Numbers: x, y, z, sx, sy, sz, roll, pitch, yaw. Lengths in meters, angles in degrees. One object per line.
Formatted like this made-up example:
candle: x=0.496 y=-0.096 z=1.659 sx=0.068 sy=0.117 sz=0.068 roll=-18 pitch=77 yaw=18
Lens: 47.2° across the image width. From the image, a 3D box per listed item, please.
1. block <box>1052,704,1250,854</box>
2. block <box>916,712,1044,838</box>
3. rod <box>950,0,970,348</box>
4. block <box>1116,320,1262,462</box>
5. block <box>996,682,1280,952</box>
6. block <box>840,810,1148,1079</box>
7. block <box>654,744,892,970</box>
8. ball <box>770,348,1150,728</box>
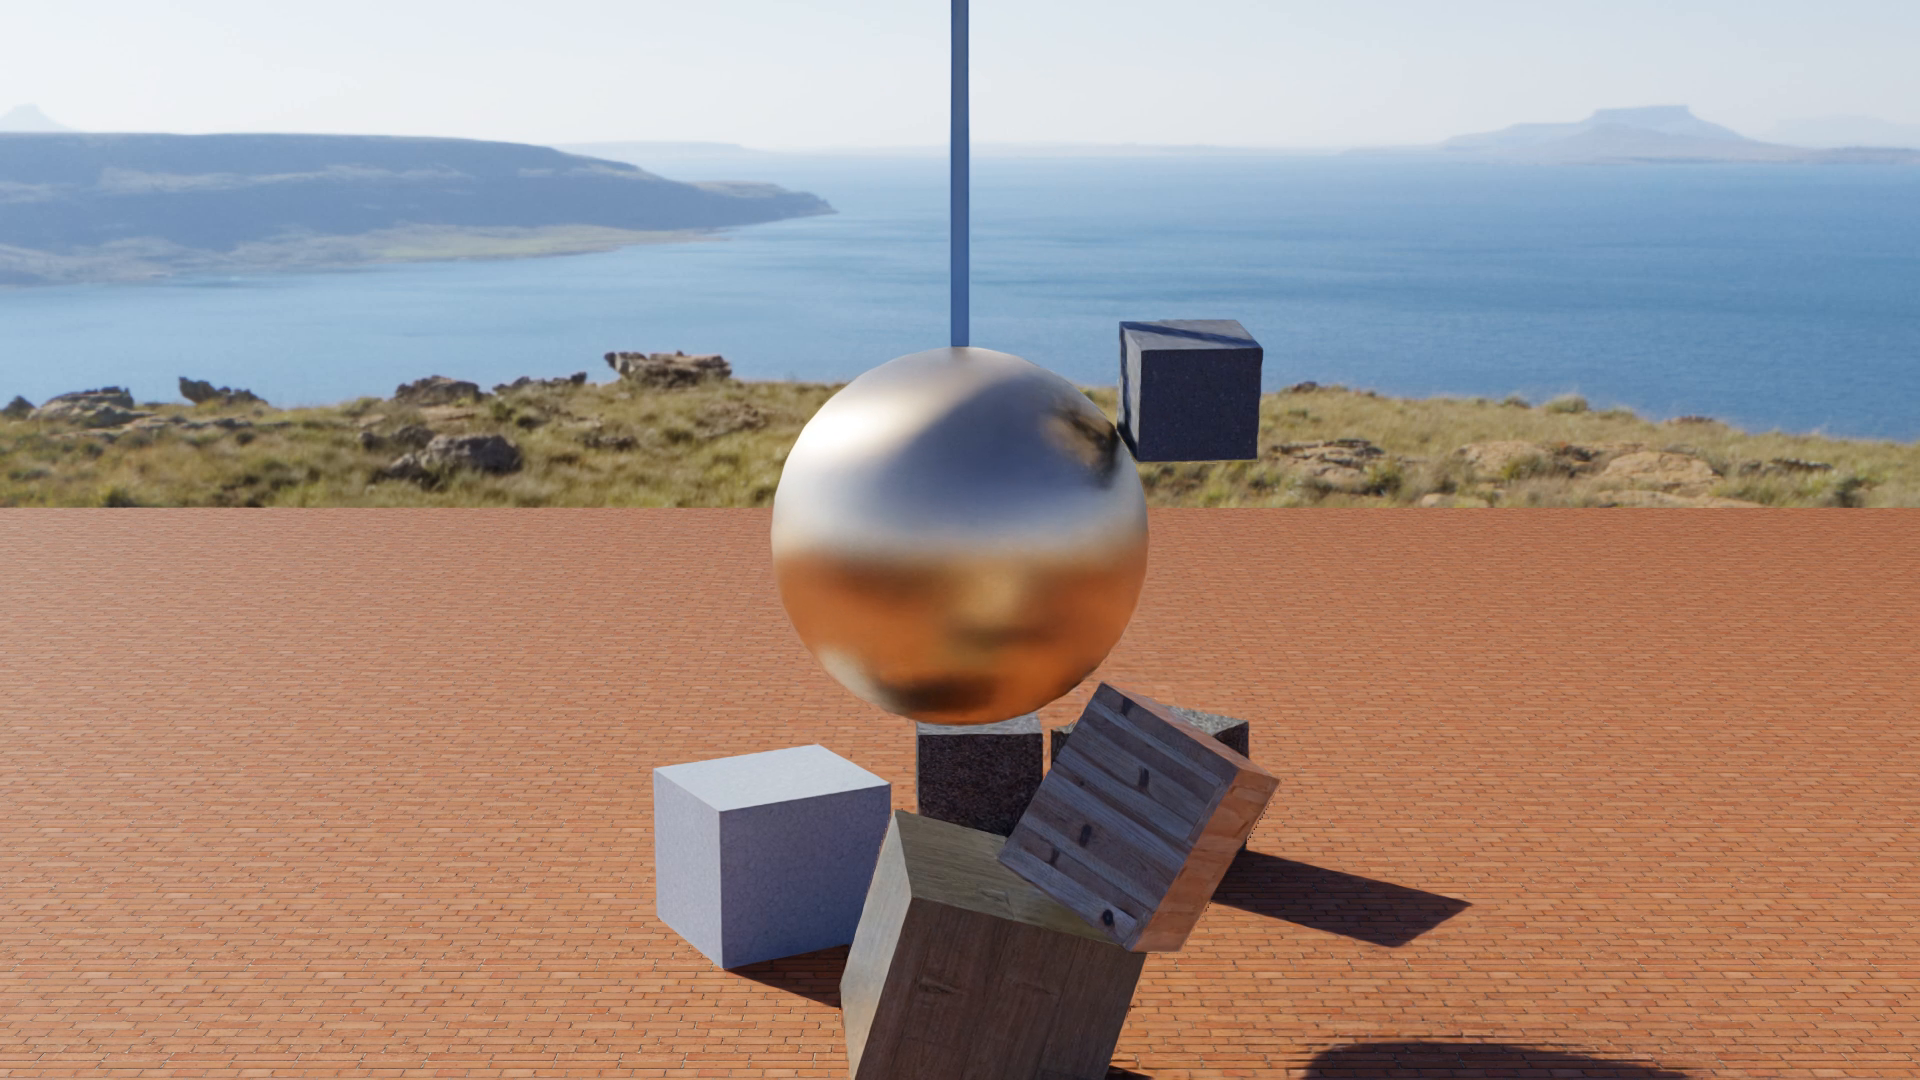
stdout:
block: x=0.941 y=1.241 z=10.877 sx=0.653 sy=0.667 sz=0.760 roll=8 pitch=13 yaw=38
block: x=0.090 y=1.192 z=11.376 sx=0.623 sy=0.585 sz=0.723 roll=0 pitch=10 yaw=-2
rod: x=0.000 y=-3.382 z=9.749 sx=0.080 sy=5.200 sz=0.080 roll=0 pitch=-8 yaw=0
block: x=0.926 y=-0.614 z=8.960 sx=0.487 sy=0.461 sz=0.475 roll=-2 pitch=20 yaw=-6
block: x=0.631 y=0.973 z=7.663 sx=0.567 sy=0.712 sz=0.592 roll=31 pitch=3 yaw=23
block: x=0.094 y=1.577 z=8.063 sx=0.859 sy=0.748 sz=0.821 roll=15 pitch=12 yaw=-10
block: x=-0.844 y=1.401 z=9.885 sx=0.825 sy=0.706 sz=0.746 roll=-6 pitch=12 yaw=-29
ball: x=0.000 y=-0.012 z=9.294 sx=1.600 sy=1.600 sz=1.600 roll=0 pitch=10 yaw=0
